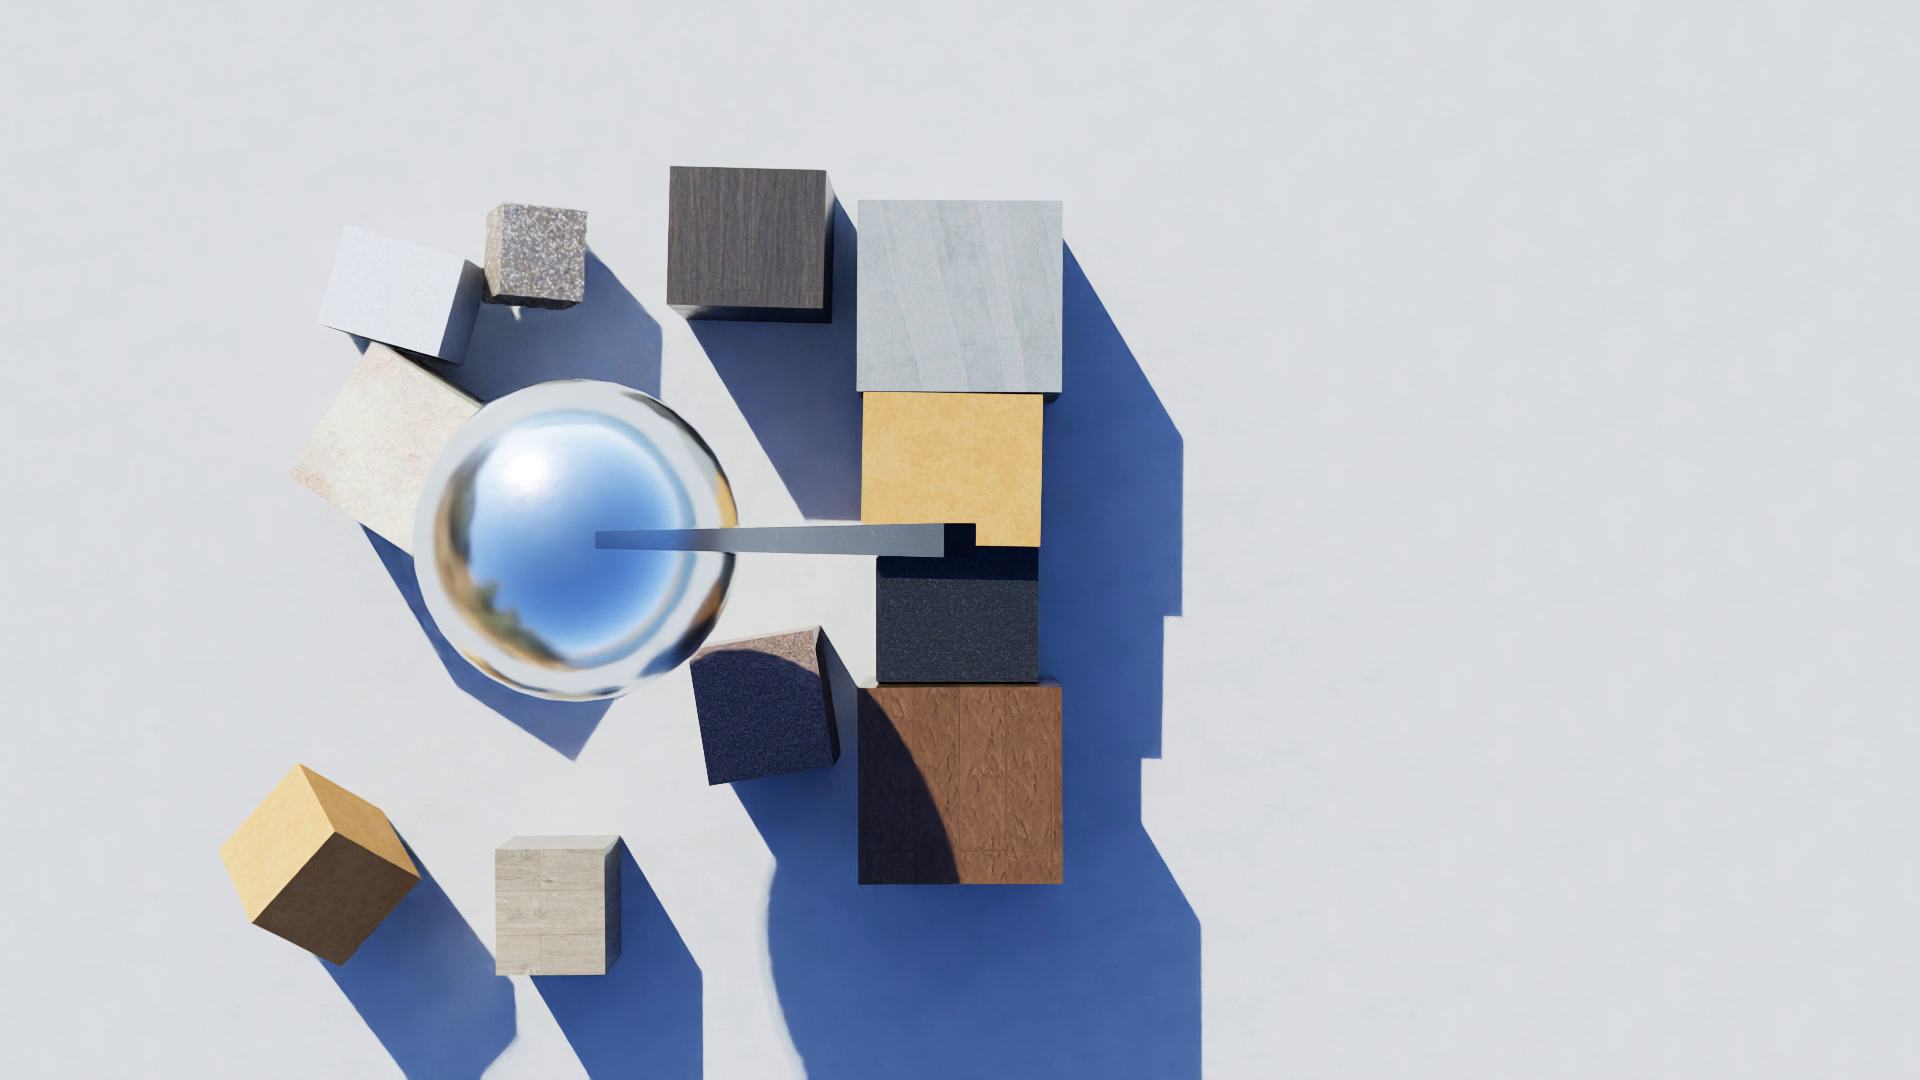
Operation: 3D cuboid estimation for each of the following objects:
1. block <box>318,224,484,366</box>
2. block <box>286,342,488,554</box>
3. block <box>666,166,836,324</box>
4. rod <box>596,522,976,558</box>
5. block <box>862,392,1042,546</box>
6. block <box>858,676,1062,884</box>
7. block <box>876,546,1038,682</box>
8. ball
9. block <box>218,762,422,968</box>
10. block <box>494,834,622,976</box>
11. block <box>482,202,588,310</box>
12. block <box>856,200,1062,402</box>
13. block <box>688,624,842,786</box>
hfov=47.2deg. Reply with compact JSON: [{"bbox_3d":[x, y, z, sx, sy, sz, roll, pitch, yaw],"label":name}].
[{"bbox_3d":[-3.198,-1.401,12.680,0.702,0.641,0.577,16,90,0],"label":"block"},{"bbox_3d":[-3.125,-0.503,12.556,0.825,0.887,0.875,33,90,0],"label":"block"},{"bbox_3d":[-1.180,-1.673,12.573,0.865,0.854,0.766,1,90,0],"label":"block"},{"bbox_3d":[-0.816,0.000,7.629,0.080,5.200,0.080,0,90,-18],"label":"rod"},{"bbox_3d":[-0.045,-0.390,12.544,0.986,0.912,0.834,1,90,0],"label":"block"},{"bbox_3d":[0.000,1.336,12.469,1.110,1.061,1.067,0,90,0],"label":"block"},{"bbox_3d":[-0.015,0.414,12.614,0.904,0.771,0.750,0,90,0],"label":"block"},{"bbox_3d":[-1.883,0.000,10.857,1.600,1.600,1.600,0,90,0],"label":"ball"},{"bbox_3d":[-3.644,1.847,12.514,0.679,0.707,0.667,-48,133,0],"label":"block"},{"bbox_3d":[-2.314,2.100,12.705,0.616,0.590,0.710,0,90,0],"label":"block"},{"bbox_3d":[-2.452,-1.628,12.676,0.476,0.486,0.518,3,88,-23],"label":"block"},{"bbox_3d":[-0.002,-1.341,12.542,1.127,0.916,1.052,0,90,0],"label":"block"},{"bbox_3d":[-1.113,0.937,12.639,0.708,0.722,0.770,-9,90,0],"label":"block"}]
